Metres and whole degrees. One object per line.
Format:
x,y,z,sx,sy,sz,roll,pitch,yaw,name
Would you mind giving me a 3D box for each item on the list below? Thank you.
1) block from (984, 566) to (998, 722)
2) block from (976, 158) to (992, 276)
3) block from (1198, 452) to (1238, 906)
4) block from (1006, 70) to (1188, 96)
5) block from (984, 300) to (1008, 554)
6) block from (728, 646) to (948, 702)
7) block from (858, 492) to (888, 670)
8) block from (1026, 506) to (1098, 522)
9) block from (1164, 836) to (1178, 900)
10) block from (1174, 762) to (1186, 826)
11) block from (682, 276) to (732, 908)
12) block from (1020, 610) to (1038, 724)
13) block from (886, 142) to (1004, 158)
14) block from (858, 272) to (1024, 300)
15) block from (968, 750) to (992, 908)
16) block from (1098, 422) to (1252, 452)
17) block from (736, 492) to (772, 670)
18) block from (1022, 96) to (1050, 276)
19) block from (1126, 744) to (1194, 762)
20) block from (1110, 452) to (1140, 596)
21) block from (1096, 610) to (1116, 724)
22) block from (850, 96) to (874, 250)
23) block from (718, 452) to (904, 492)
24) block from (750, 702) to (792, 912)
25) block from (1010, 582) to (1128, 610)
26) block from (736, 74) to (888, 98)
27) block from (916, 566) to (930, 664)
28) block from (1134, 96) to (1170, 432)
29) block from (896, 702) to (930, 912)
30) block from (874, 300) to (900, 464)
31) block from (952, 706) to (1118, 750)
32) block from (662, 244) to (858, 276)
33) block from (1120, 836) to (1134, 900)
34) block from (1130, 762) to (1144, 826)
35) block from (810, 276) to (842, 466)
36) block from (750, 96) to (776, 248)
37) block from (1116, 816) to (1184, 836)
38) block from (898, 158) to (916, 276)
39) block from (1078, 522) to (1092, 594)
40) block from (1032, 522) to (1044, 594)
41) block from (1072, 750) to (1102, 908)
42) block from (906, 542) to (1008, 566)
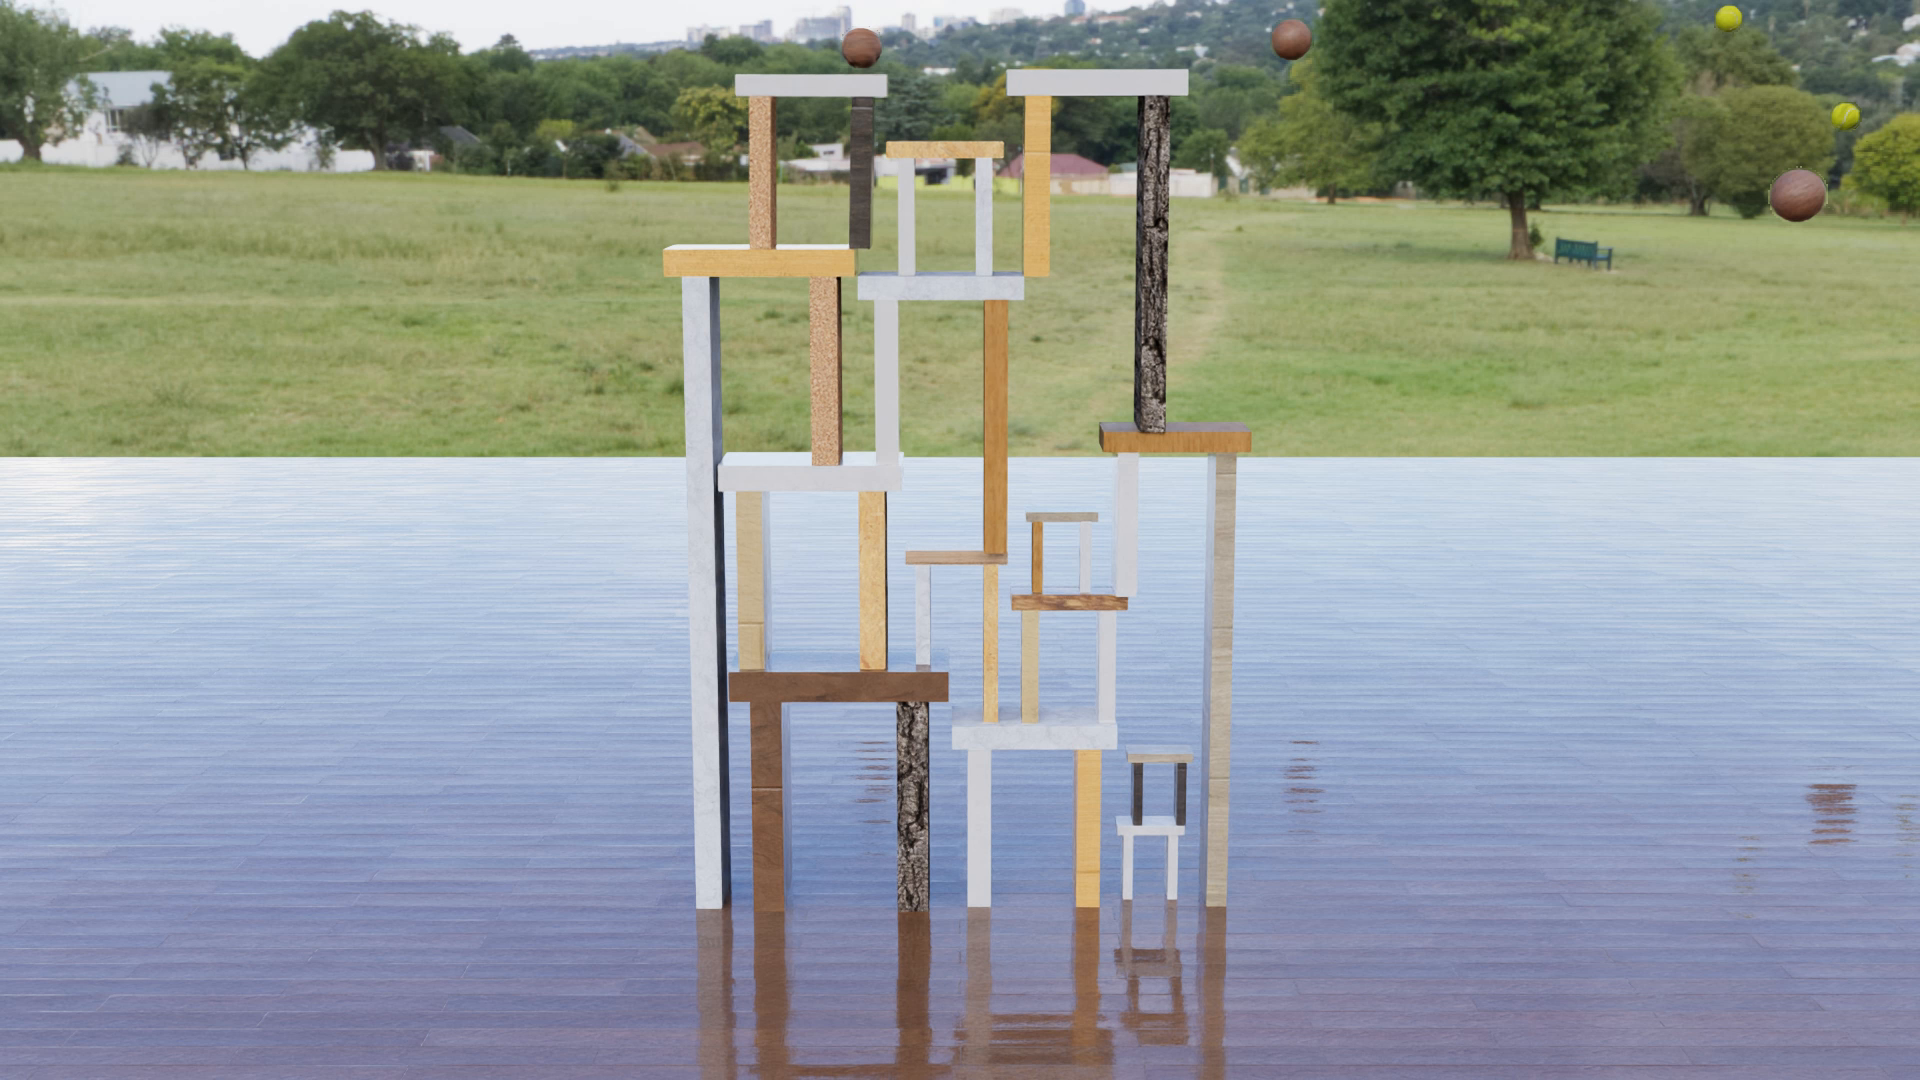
0.050,0.161,3.592,0.023,0.261,0.082,0,11,0,block
0.037,-0.510,3.465,0.026,0.181,0.090,0,11,0,block
0.421,0.221,3.597,0.033,0.752,0.117,0,11,0,block
0.211,-0.712,3.426,0.276,0.039,0.138,0,11,1,block
0.057,-0.188,3.526,0.037,0.402,0.130,0,11,0,block
-0.194,0.219,3.602,0.352,0.050,0.176,0,11,0,block
-0.141,0.052,3.571,0.041,0.290,0.145,0,11,0,block
0.164,-0.042,3.549,0.116,0.016,0.058,0,11,0,block
0.351,0.536,3.658,0.016,0.111,0.055,0,11,0,block
0.364,0.413,3.638,0.015,0.107,0.054,0,11,0,block
-0.410,0.084,3.578,0.042,1.029,0.148,0,11,0,block
0.114,0.197,3.600,0.027,0.187,0.094,0,11,0,block
-0.023,-0.612,3.446,0.181,0.026,0.090,0,11,0,block
-0.030,-0.404,3.486,0.259,0.037,0.130,0,11,0,block
0.031,0.458,3.647,0.038,0.267,0.134,0,11,0,block
0.343,-0.165,3.526,0.233,0.033,0.117,0,11,0,block
-0.334,0.052,3.570,0.041,0.290,0.145,0,11,0,block
0.119,-0.557,3.457,0.039,0.276,0.138,0,11,0,block
0.328,0.353,3.627,0.107,0.015,0.054,0,11,0,block
0.266,-0.034,3.550,0.033,0.233,0.117,0,10,0,block
0.239,0.197,3.600,0.027,0.187,0.094,0,11,0,block
-0.154,-0.577,3.456,0.033,0.232,0.116,1,10,0,block
-0.237,-0.110,3.540,0.290,0.041,0.145,0,11,0,block
-0.311,0.417,3.639,0.050,0.352,0.176,0,11,0,block
0.176,0.092,3.580,0.187,0.027,0.094,0,11,0,block
-0.229,-0.708,3.430,0.232,0.033,0.116,0,10,0,block
-0.060,0.113,3.583,0.023,0.165,0.082,0,11,0,block
0.303,-0.437,3.478,0.039,0.520,0.138,0,11,0,block
-0.077,0.417,3.639,0.050,0.352,0.176,0,11,0,block
-0.115,-0.258,3.514,0.037,0.259,0.130,0,11,0,block
0.121,0.308,3.619,0.267,0.038,0.134,0,11,0,block
-0.312,-0.442,3.479,0.296,0.042,0.148,0,11,0,block
0.278,0.536,3.658,0.016,0.111,0.055,0,11,0,block
0.293,0.413,3.638,0.015,0.107,0.054,0,11,0,block
-0.213,-0.276,3.511,0.042,0.296,0.148,0,11,0,block
-0.309,-0.578,3.455,0.033,0.232,0.116,1,10,0,block
0.315,0.474,3.647,0.111,0.016,0.055,0,11,0,block
-0.083,-0.510,3.465,0.026,0.181,0.090,0,11,0,block
0.202,0.023,3.561,0.016,0.116,0.058,0,11,0,block
0.125,0.023,3.561,0.016,0.116,0.058,0,11,0,block
0.210,0.458,3.647,0.038,0.267,0.134,0,11,0,block
-0.005,0.021,3.565,0.165,0.023,0.082,0,11,0,block
